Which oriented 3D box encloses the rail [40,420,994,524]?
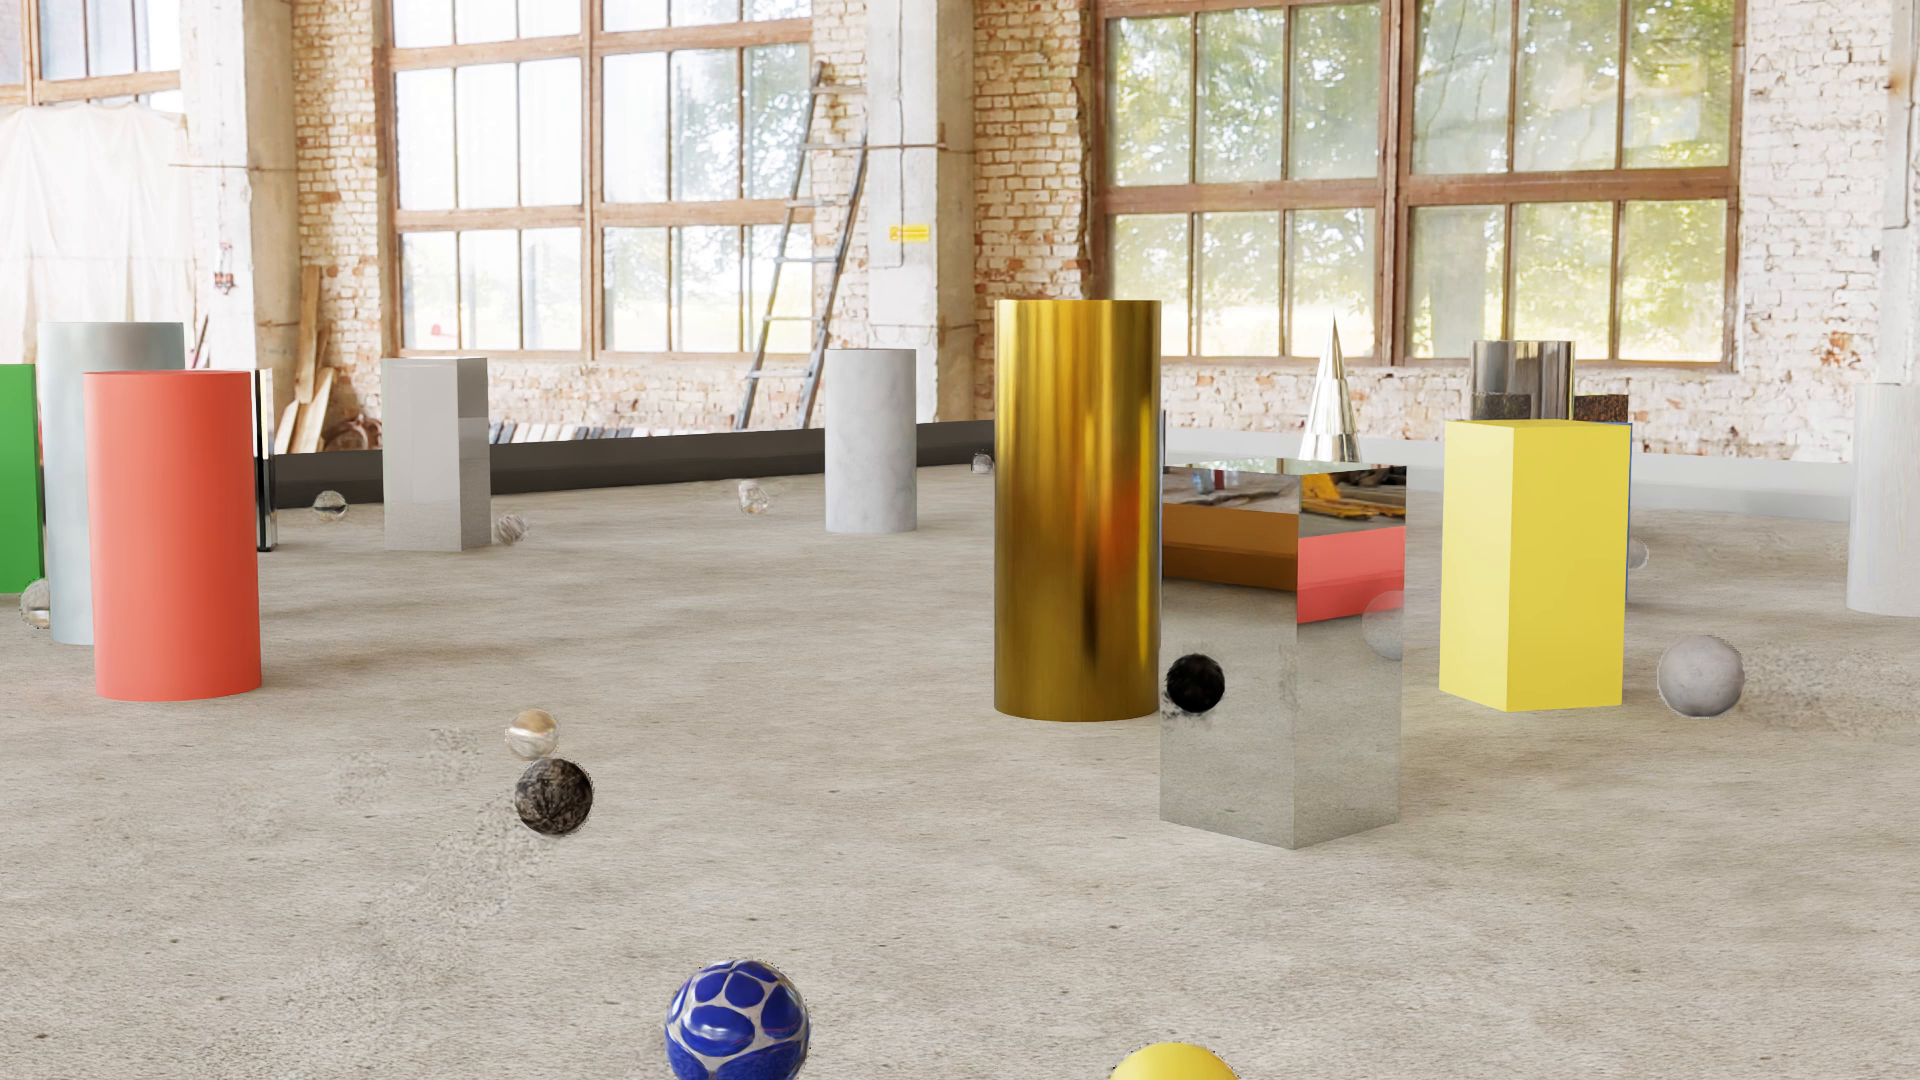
[{"bbox_3d":[-1.422,-0.132,4.864,4.335,0.119,0.045,-6,8,-42],"label":"rail"}]

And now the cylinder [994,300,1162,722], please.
[{"bbox_3d":[0.129,-0.038,2.426,0.183,0.450,0.183,0,6,0],"label":"cylinder"}]

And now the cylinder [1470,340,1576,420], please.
[{"bbox_3d":[1.010,-0.168,3.964,0.183,0.382,0.183,0,6,0],"label":"cylinder"}]

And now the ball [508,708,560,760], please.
[{"bbox_3d":[-0.419,0.191,2.162,0.051,0.051,0.051,0,6,0],"label":"ball"}]

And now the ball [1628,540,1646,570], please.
[{"bbox_3d":[1.137,0.024,3.730,0.051,0.051,0.051,0,6,0],"label":"ball"}]

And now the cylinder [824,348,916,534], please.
[{"bbox_3d":[-0.178,-0.200,4.380,0.183,0.359,0.183,0,6,0],"label":"cylinder"}]

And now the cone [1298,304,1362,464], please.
[{"bbox_3d":[0.704,-0.223,4.174,0.183,0.448,0.183,0,6,0],"label":"cone"}]

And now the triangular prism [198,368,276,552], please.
[{"bbox_3d":[-1.307,-0.151,4.052,0.158,0.330,0.137,2,6,17],"label":"triangular prism"}]

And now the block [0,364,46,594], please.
[{"bbox_3d":[-1.529,-0.099,3.459,0.146,0.352,0.146,-2,6,-20],"label":"block"}]

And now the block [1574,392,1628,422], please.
[{"bbox_3d":[1.156,-0.138,4.169,0.146,0.279,0.146,-3,7,-23],"label":"block"}]

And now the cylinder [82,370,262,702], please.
[{"bbox_3d":[-0.913,-0.010,2.552,0.183,0.368,0.183,0,6,0],"label":"cylinder"}]

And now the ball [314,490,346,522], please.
[{"bbox_3d":[-1.300,-0.070,4.536,0.065,0.065,0.065,0,6,0],"label":"ball"}]

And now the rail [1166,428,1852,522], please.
[{"bbox_3d":[1.576,-0.123,4.778,0.045,0.119,4.240,-6,8,-42],"label":"rail"}]

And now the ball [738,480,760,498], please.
[{"bbox_3d":[-0.480,-0.112,5.003,0.050,0.050,0.050,0,6,0],"label":"ball"}]

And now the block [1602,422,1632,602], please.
[{"bbox_3d":[0.911,-0.039,3.289,0.146,0.269,0.146,3,7,29],"label":"block"}]

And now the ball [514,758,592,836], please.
[{"bbox_3d":[-0.342,0.217,1.854,0.065,0.065,0.065,0,6,0],"label":"ball"}]

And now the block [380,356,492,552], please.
[{"bbox_3d":[-0.967,-0.162,4.064,0.146,0.349,0.146,1,6,10],"label":"block"}]

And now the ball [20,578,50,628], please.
[{"bbox_3d":[-1.264,0.088,3.046,0.069,0.069,0.069,0,6,0],"label":"ball"}]

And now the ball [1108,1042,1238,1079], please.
[{"bbox_3d":[0.108,0.291,1.105,0.076,0.076,0.076,0,6,0],"label":"ball"}]

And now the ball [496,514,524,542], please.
[{"bbox_3d":[-0.849,-0.022,4.153,0.052,0.052,0.052,0,6,0],"label":"ball"}]

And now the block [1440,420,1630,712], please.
[{"bbox_3d":[0.649,0.024,2.492,0.146,0.313,0.146,-2,6,-17],"label":"block"}]

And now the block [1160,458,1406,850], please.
[{"bbox_3d":[0.277,0.090,1.890,0.146,0.309,0.146,-6,8,-43],"label":"block"}]

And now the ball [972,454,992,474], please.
[{"bbox_3d":[0.060,-0.200,5.818,0.054,0.054,0.054,0,6,0],"label":"ball"}]

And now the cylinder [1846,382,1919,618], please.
[{"bbox_3d":[1.404,-0.063,3.223,0.183,0.330,0.183,0,6,0],"label":"cylinder"}]

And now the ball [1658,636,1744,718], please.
[{"bbox_3d":[0.803,0.148,2.383,0.089,0.089,0.089,0,6,0],"label":"ball"}]

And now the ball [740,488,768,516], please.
[{"bbox_3d":[-0.438,-0.082,4.685,0.058,0.058,0.058,0,6,0],"label":"ball"}]

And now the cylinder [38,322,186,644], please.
[{"bbox_3d":[-1.135,-0.081,2.964,0.183,0.422,0.183,0,6,0],"label":"cylinder"}]

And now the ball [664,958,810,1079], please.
[{"bbox_3d":[-0.124,0.275,1.227,0.081,0.081,0.081,0,6,0],"label":"ball"}]

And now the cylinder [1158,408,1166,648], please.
[{"bbox_3d":[0.179,-0.017,2.893,0.183,0.310,0.183,0,6,0],"label":"cylinder"}]
